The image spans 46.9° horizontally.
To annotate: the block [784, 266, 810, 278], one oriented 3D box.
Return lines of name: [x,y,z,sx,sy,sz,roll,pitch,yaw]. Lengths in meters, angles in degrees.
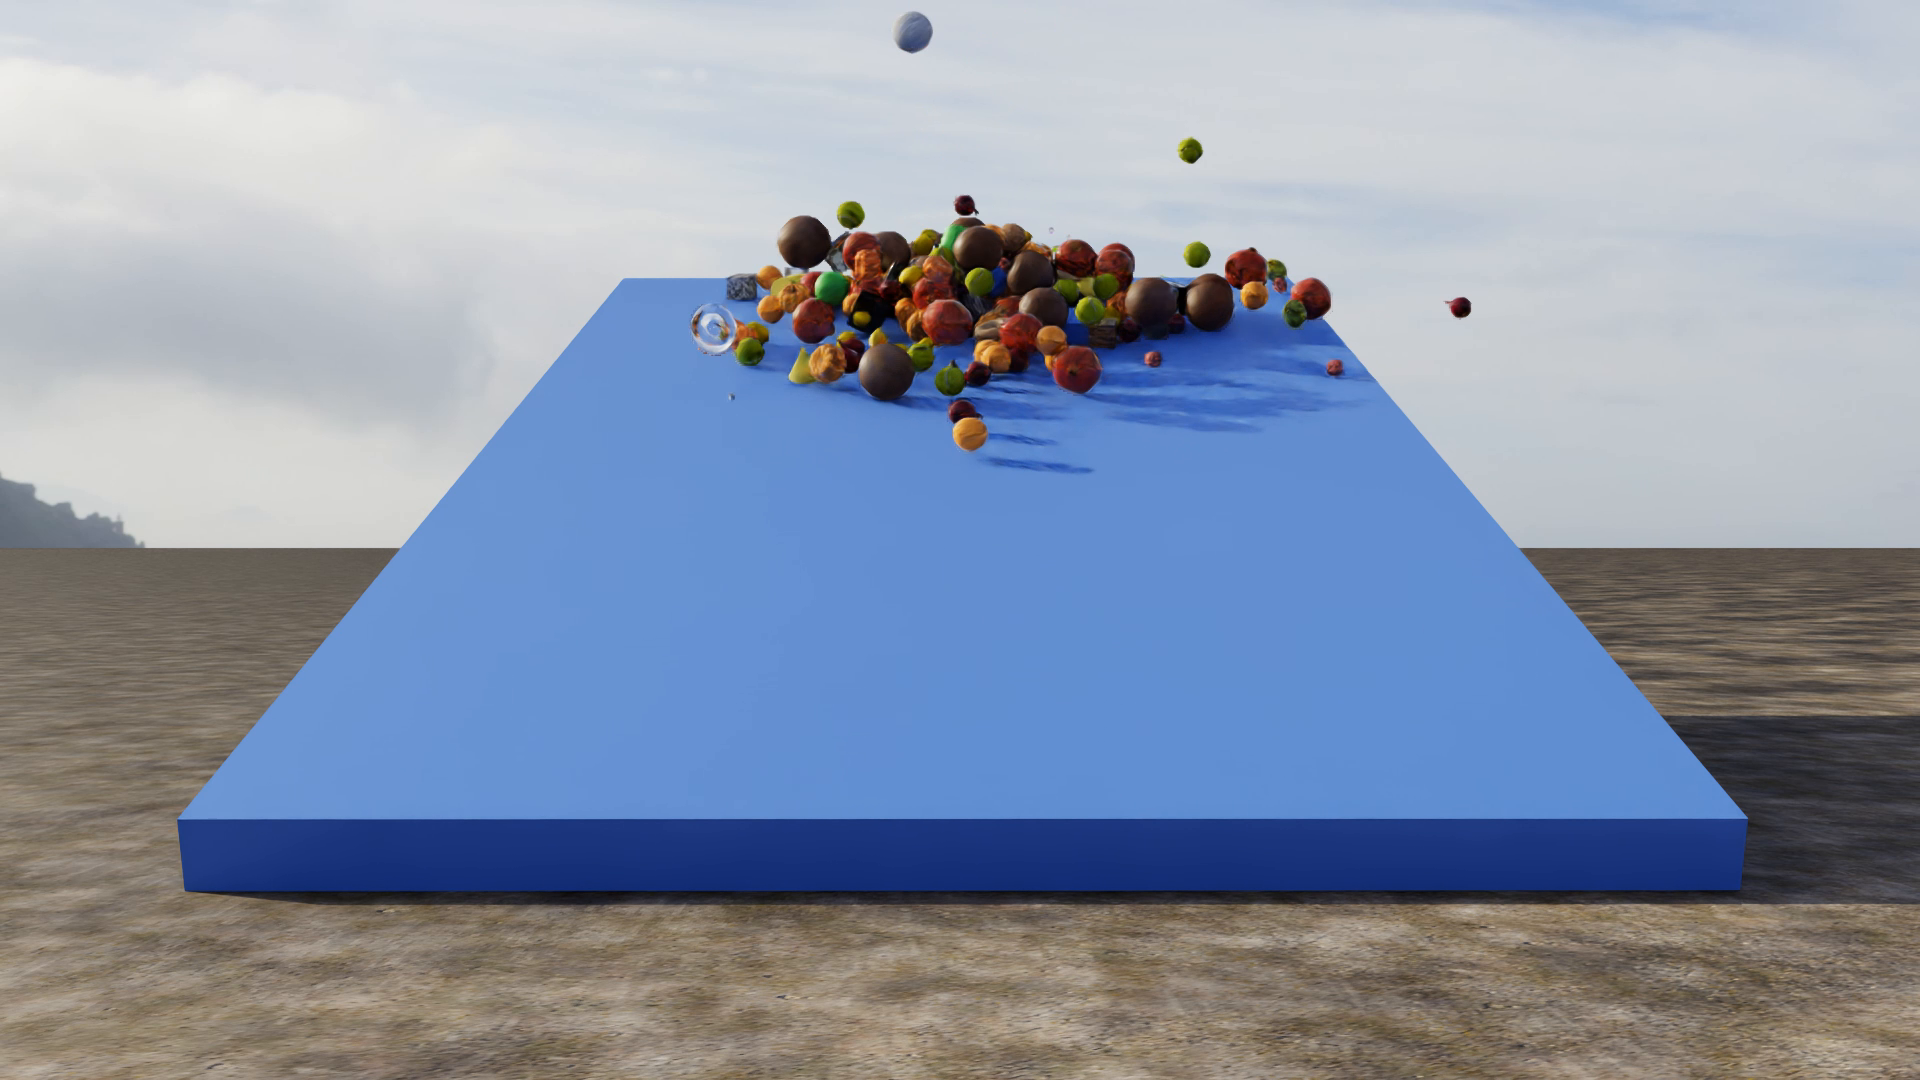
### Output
block: [-0.481,-0.775,6.522,0.053,0.053,0.053,-12,21,-36]

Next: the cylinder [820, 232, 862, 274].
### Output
cylinder: [-0.342,-0.837,6.468,0.092,0.092,0.092,-37,6,-8]

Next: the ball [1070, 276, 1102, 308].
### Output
ball: [0.351,-0.690,6.180,0.087,0.087,0.087,0,0,0]

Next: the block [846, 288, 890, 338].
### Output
block: [-0.239,-0.594,5.806,0.086,0.086,0.086,23,15,-7]

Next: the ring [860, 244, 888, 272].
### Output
ring: [-0.243,-0.798,6.287,0.087,0.087,0.029,0,-17,-23]

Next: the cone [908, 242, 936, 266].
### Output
cone: [-0.099,-0.826,6.378,0.074,0.074,0.074,-5,-3,35]

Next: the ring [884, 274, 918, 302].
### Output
ring: [-0.161,-0.684,6.008,0.095,0.032,0.095,0,-33,0]

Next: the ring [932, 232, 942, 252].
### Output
ring: [-0.046,-0.851,6.461,0.035,0.104,0.104,-35,4,-6]

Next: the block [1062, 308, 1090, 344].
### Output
block: [0.298,-0.550,5.709,0.066,0.066,0.066,2,42,6]

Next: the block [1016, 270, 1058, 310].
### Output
block: [0.211,-0.691,6.138,0.080,0.080,0.080,-6,-14,-23]

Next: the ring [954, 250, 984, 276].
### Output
ring: [0.029,-0.762,6.143,0.097,0.097,0.032,0,43,33]

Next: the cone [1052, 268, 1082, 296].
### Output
cone: [0.301,-0.717,6.119,0.079,0.079,0.079,-9,2,-13]

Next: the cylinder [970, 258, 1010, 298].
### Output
cylinder: [0.083,-0.707,5.990,0.077,0.077,0.077,43,14,16]

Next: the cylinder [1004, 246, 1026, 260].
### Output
cylinder: [0.161,-0.850,6.611,0.059,0.059,0.059,13,-12,3]

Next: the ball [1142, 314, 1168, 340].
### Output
ball: [0.508,-0.553,5.755,0.068,0.068,0.068,0,0,0]

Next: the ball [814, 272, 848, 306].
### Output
ball: [-0.331,-0.648,5.704,0.089,0.089,0.089,0,0,0]

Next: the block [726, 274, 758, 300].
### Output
block: [-0.621,-0.721,6.313,0.064,0.064,0.064,2,16,20]

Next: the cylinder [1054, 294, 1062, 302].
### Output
cylinder: [0.260,-0.720,6.282,0.063,0.063,0.063,0,-44,1]

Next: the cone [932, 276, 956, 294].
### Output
cone: [-0.057,-0.776,6.363,0.100,0.100,0.100,-8,36,6]

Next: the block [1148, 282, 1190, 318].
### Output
block: [0.572,-0.659,6.084,0.080,0.080,0.080,-9,21,-29]

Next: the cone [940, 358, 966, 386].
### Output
cone: [-0.016,-0.402,5.248,0.065,0.065,0.065,0,17,0]

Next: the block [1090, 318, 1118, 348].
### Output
block: [0.367,-0.531,5.676,0.062,0.062,0.062,3,23,11]

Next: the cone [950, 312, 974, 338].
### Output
cone: [0.005,-0.569,5.803,0.065,0.065,0.065,0,21,0]

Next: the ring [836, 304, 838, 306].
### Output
ring: [-0.360,-0.701,6.208,0.031,0.094,0.094,-22,15,-41]

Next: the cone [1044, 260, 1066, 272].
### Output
cone: [0.281,-0.754,6.245,0.064,0.064,0.064,-2,1,-30]

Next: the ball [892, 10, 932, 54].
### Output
ball: [-0.108,-1.144,4.987,0.093,0.093,0.093,0,0,0]

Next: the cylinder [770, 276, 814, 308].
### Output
cylinder: [-0.468,-0.695,6.194,0.087,0.087,0.087,0,4,36]

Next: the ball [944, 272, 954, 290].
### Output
ball: [-0.054,-0.730,6.141,0.075,0.075,0.075,0,0,0]

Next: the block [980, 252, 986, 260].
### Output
block: [0.047,-0.783,6.400,0.062,0.062,0.062,-7,42,9]

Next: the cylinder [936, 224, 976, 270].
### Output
cylinder: [-0.012,-0.821,6.210,0.091,0.091,0.091,16,-21,6]

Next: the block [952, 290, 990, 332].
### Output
block: [0.030,-0.602,5.832,0.067,0.067,0.067,31,-45,-20]

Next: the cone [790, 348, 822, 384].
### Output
cone: [-0.370,-0.425,5.260,0.080,0.080,0.080,-2,36,2]

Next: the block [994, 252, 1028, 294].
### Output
block: [0.130,-0.745,6.169,0.074,0.074,0.074,-33,-13,-40]

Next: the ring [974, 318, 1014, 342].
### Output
ring: [0.085,-0.528,5.585,0.107,0.036,0.107,-15,22,6]

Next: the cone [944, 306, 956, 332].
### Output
cone: [-0.022,-0.594,5.861,0.065,0.065,0.065,-13,29,7]

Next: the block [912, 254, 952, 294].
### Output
block: [-0.077,-0.728,6.043,0.073,0.073,0.073,28,38,36]

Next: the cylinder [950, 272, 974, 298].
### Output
cylinder: [0.007,-0.704,6.133,0.054,0.054,0.054,18,-8,3]

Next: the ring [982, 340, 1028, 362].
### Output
ring: [0.113,-0.471,5.530,0.113,0.038,0.113,1,16,0]

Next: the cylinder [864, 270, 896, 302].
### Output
cylinder: [-0.219,-0.717,6.279,0.081,0.081,0.081,13,-4,-18]

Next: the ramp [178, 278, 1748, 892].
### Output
ramp: [-0.002,-0.168,4.751,2.000,0.100,4.000,0,17,0]

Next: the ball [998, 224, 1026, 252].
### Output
ball: [0.141,-0.827,6.062,0.079,0.079,0.079,0,0,0]
